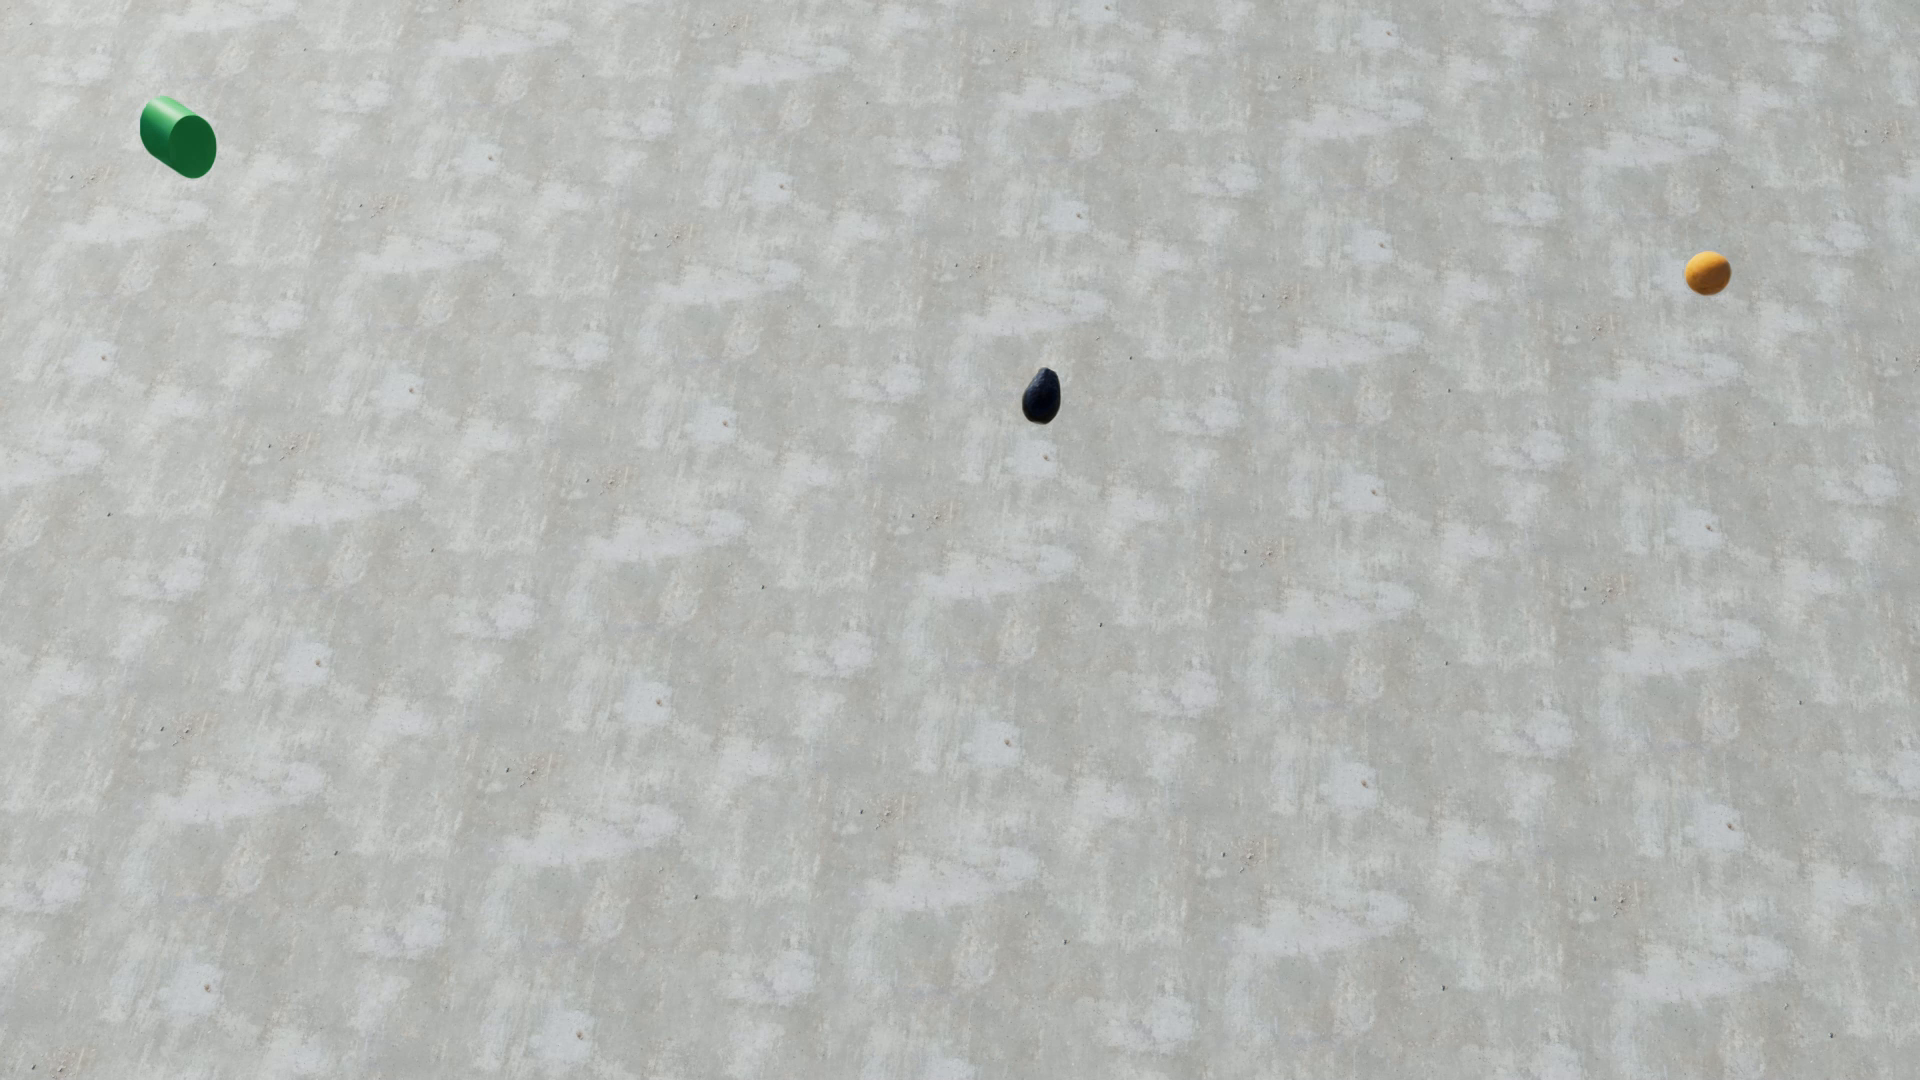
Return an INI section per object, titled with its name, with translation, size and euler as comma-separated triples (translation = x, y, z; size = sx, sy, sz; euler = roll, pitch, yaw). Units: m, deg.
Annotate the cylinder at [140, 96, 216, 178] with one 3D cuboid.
[cylinder]
translation = -1.527, -0.786, 4.296
size = 0.084, 0.154, 0.106
euler = 32, 64, 21
